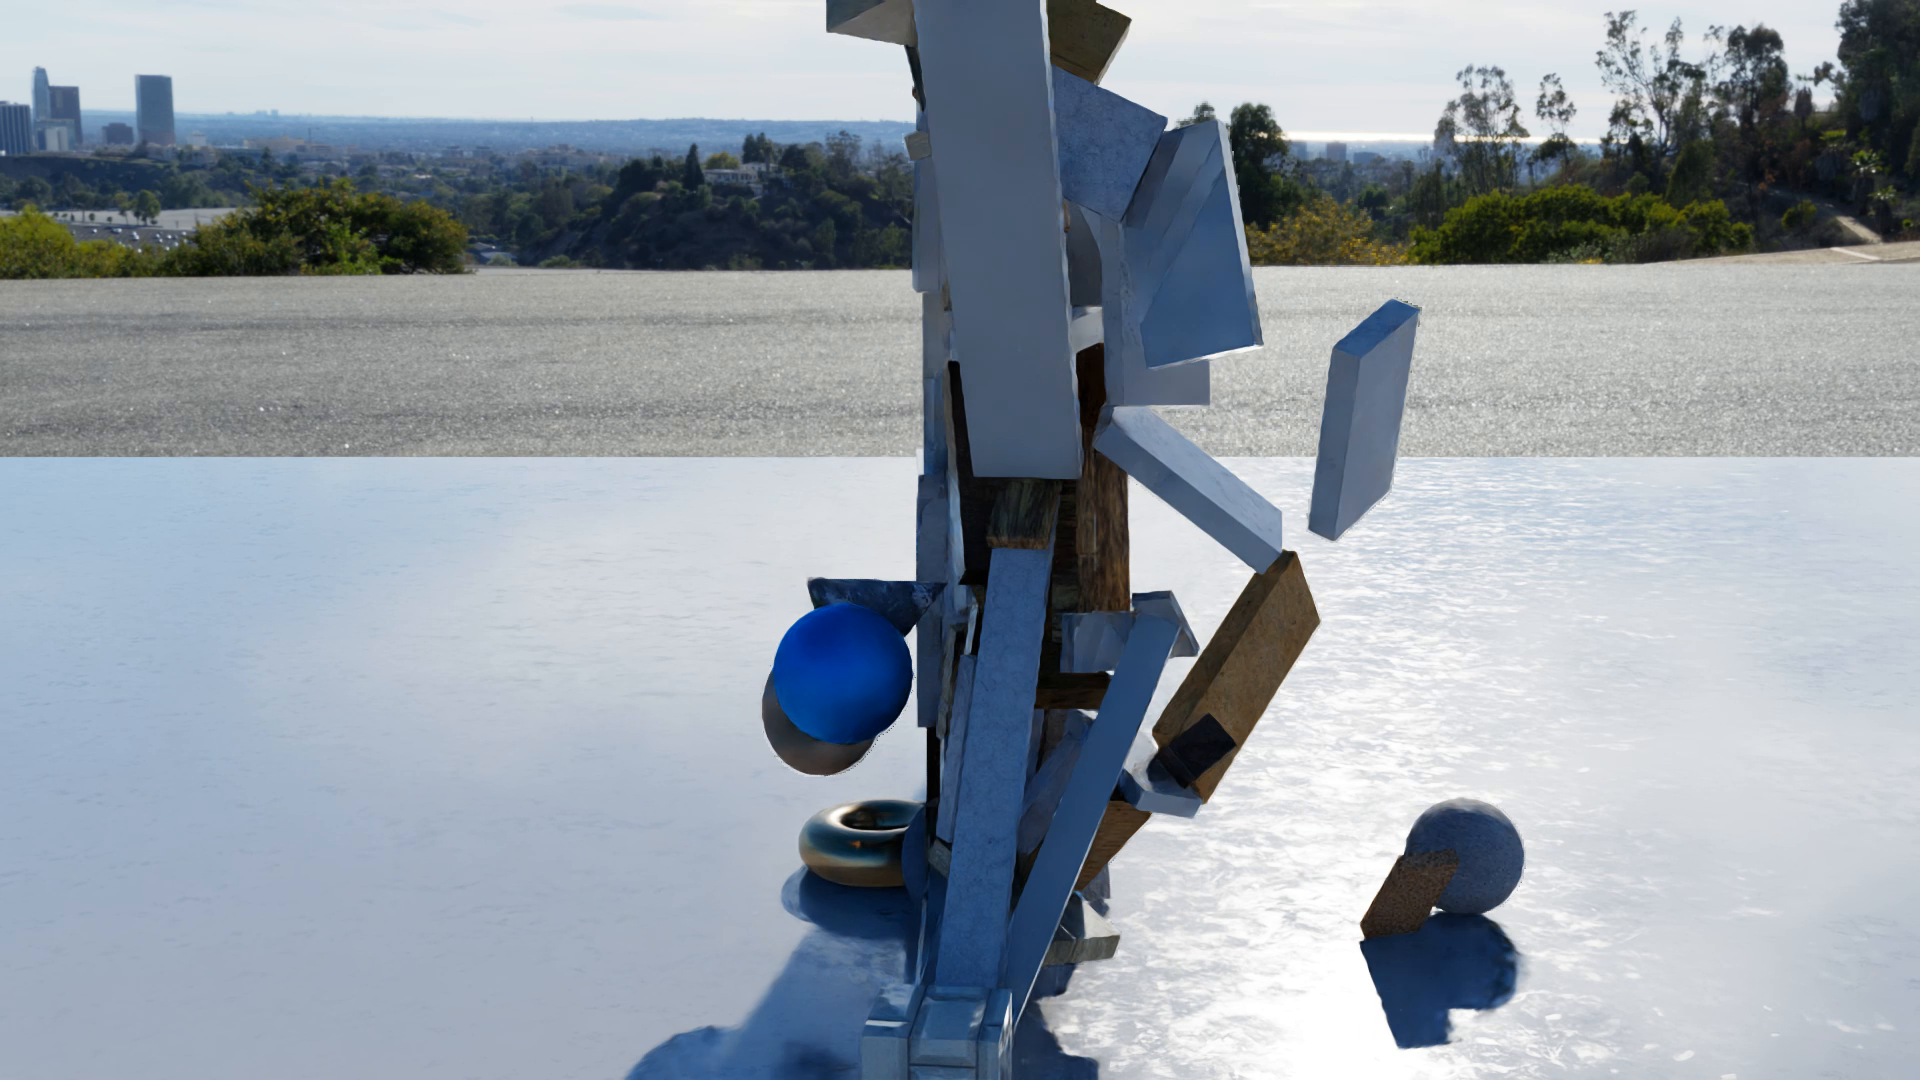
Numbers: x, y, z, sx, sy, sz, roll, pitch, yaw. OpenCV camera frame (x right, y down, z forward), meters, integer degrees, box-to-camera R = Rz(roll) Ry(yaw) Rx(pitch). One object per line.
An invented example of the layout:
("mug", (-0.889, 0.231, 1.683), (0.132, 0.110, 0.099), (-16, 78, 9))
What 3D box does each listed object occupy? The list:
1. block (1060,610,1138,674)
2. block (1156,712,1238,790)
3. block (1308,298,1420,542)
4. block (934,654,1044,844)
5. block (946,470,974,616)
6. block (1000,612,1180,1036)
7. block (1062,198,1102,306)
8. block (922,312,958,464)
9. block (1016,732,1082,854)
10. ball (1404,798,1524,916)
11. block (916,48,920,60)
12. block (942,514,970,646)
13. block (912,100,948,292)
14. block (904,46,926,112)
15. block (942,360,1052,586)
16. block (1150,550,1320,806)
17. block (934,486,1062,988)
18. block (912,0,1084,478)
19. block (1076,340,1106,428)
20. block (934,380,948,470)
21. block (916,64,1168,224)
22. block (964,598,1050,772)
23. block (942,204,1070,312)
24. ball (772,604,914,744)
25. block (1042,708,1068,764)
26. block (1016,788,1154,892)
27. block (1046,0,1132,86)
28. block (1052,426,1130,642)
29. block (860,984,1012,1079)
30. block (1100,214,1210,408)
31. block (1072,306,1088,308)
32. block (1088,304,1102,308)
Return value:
("block", (0.208, 0.145, 3.160), (0.024, 0.084, 0.167), (3, 2, 42))
("block", (0.334, 0.297, 3.108), (0.121, 0.061, 0.017), (-31, -13, -42))
("block", (0.559, -0.164, 3.056), (0.044, 0.310, 0.155), (27, 46, 29))
("block", (0.050, 0.312, 3.288), (0.139, 0.277, 0.039), (3, 9, -33))
("block", (0.054, 0.005, 3.840), (0.138, 0.276, 0.039), (10, -28, -28))
("block", (0.150, 0.415, 3.033), (0.061, 0.692, 0.017), (19, -19, 15))
("block", (0.150, -0.507, 3.508), (0.154, 0.309, 0.044), (0, 45, 37))
("block", (0.001, -0.281, 4.067), (0.138, 0.276, 0.039), (0, 11, -1))
("block", (0.155, 0.378, 3.282), (0.108, 0.216, 0.031), (24, 18, -37))
("ball", (0.817, 0.513, 3.566), (0.189, 0.189, 0.189), (0, 11, 0))
("block", (-0.018, -0.758, 3.483), (0.084, 0.168, 0.024), (-20, 13, -9))
("block", (0.022, -0.043, 3.937), (0.081, 0.472, 0.023), (3, 3, -11))
("block", (0.004, -0.621, 3.986), (0.169, 0.338, 0.048), (-2, 17, -15))
("block", (-0.037, -0.766, 3.561), (0.084, 0.167, 0.024), (-15, 4, -4))
("block", (0.076, -0.103, 3.361), (0.178, 0.356, 0.050), (2, -26, -13))
("block", (0.417, 0.200, 3.290), (0.044, 0.155, 0.380), (12, 52, 37))
("block", (0.048, 0.313, 3.029), (0.084, 0.876, 0.024), (3, -18, 15))
("block", (0.059, -0.379, 2.857), (0.152, 0.753, 0.043), (2, 43, 10))
("block", (0.168, -0.091, 3.604), (0.178, 0.464, 0.050), (0, 9, 19))
("block", (-0.005, -0.210, 3.992), (0.081, 0.163, 0.023), (0, 15, -2))
("block", (0.112, -0.563, 2.976), (0.304, 0.152, 0.043), (26, 8, 3))
("block", (0.063, 0.273, 3.368), (0.139, 0.351, 0.039), (9, 1, -14))
("block", (0.065, -0.419, 3.285), (0.132, 0.037, 0.264), (-1, -22, -14))
("ball", (-0.170, 0.195, 3.210), (0.205, 0.205, 0.205), (0, 11, 0))
("block", (0.100, 0.296, 3.481), (0.124, 0.247, 0.035), (22, -33, -14))
("block", (0.183, 0.428, 3.161), (0.108, 0.216, 0.031), (10, 43, -33))
("block", (0.096, -0.718, 3.043), (0.253, 0.126, 0.036), (26, -25, 6))
("block", (0.191, -0.008, 3.225), (0.044, 0.311, 0.155), (-2, -1, 33))
("block", (-0.027, 0.672, 2.763), (0.169, 0.169, 0.169), (1, 11, 7))
("block", (0.279, -0.346, 3.147), (0.155, 0.311, 0.044), (-2, 0, -33))
("block", (0.140, -0.341, 3.698), (0.154, 0.598, 0.044), (-11, 19, -6))
("block", (0.176, -0.341, 3.814), (0.169, 0.468, 0.048), (-10, 16, -31))
